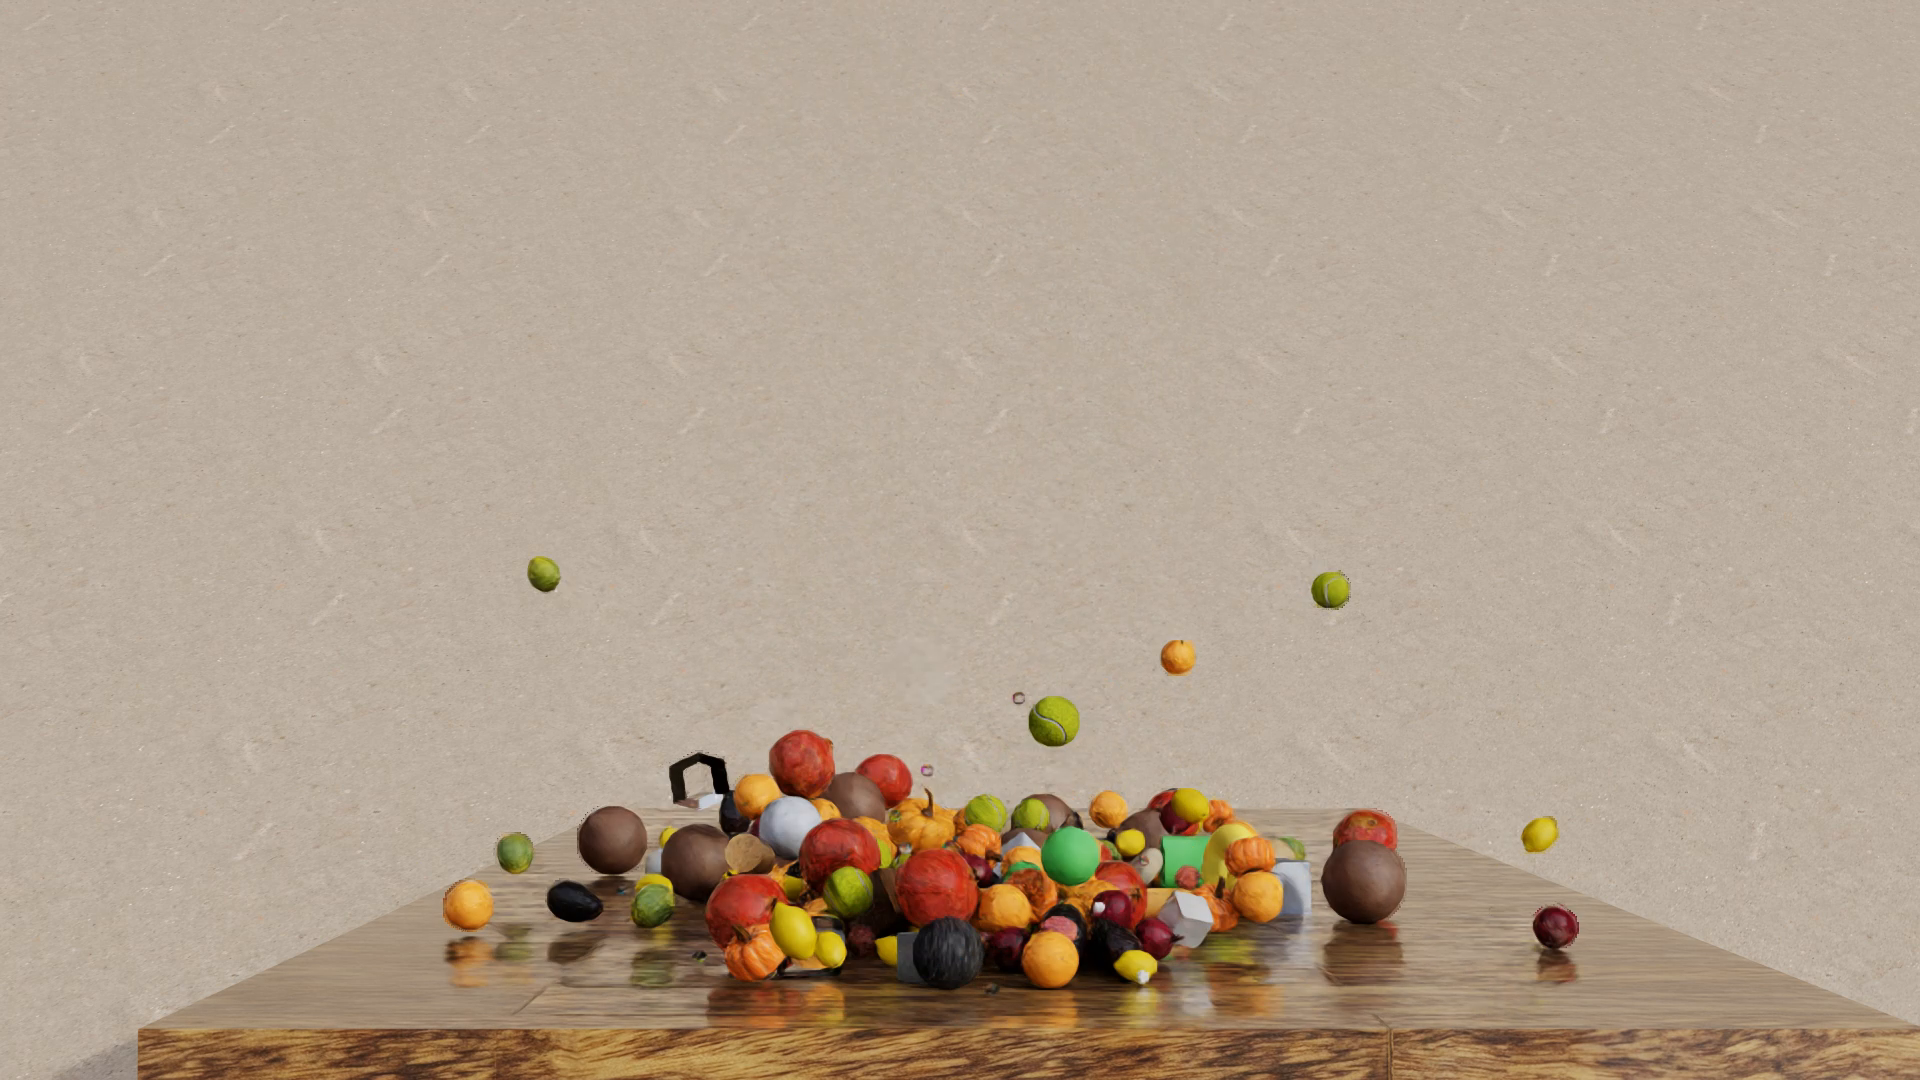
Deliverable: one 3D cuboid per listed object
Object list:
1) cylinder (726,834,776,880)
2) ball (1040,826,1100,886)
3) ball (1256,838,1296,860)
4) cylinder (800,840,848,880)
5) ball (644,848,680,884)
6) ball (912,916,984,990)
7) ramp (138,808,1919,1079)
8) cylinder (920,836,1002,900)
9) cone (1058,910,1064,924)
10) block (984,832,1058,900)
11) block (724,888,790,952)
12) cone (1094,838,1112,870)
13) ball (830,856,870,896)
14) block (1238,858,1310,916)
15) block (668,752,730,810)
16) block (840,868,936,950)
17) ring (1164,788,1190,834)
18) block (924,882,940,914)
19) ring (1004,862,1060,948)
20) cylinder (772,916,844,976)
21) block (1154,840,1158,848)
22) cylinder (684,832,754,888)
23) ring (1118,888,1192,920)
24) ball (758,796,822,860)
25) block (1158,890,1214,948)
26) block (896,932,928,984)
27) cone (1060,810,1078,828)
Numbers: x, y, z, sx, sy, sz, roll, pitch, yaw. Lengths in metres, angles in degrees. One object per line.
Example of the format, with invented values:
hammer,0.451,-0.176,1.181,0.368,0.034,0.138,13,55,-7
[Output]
cylinder,-0.306,0.462,3.799,0.058,0.058,0.058,-4,72,14
ball,0.147,0.421,3.461,0.078,0.078,0.078,0,37,0
ball,0.554,0.574,4.626,0.088,0.088,0.088,0,37,0
cylinder,-0.209,0.490,3.991,0.057,0.057,0.057,-23,-1,-28
ball,-0.536,0.589,4.684,0.065,0.065,0.065,0,37,0
ball,-0.015,0.516,3.250,0.090,0.090,0.090,0,37,0
ramp,0.080,0.680,4.905,2.000,0.100,4.000,0,-2,0
cylinder,0.000,0.514,3.958,0.090,0.090,0.090,-22,47,-27
cone,0.123,0.550,3.901,0.054,0.054,0.054,-10,49,-13
block,0.095,0.524,4.059,0.080,0.080,0.080,-39,21,19
block,-0.284,0.533,3.655,0.059,0.059,0.059,-17,13,28
cone,0.250,0.578,4.732,0.055,0.055,0.055,0,53,-1
ball,-0.187,0.576,4.454,0.070,0.070,0.070,0,37,0
block,0.506,0.559,4.194,0.083,0.083,0.083,1,-3,-28
block,-0.537,0.498,5.357,0.083,0.083,0.083,-26,63,28
block,-0.100,0.517,3.640,0.081,0.081,0.081,10,47,-49
ring,0.478,0.594,5.701,0.035,0.104,0.104,-20,36,9
block,-0.013,0.567,4.178,0.066,0.066,0.066,1,-3,-29
ring,0.102,0.519,3.697,0.043,0.128,0.128,-15,39,-22
cylinder,-0.196,0.528,3.375,0.076,0.076,0.076,2,35,-19
block,0.406,0.595,4.861,0.066,0.066,0.066,-1,-3,24
cylinder,-0.424,0.571,4.637,0.094,0.094,0.094,34,20,37
ring,0.314,0.578,4.134,0.126,0.042,0.126,-1,-3,0
ball,-0.253,0.430,3.892,0.096,0.096,0.096,0,37,0
block,0.313,0.527,3.610,0.051,0.051,0.051,16,32,-22
block,-0.039,0.534,3.331,0.060,0.060,0.060,2,-5,-39
cone,0.218,0.568,5.150,0.072,0.072,0.072,8,71,10
